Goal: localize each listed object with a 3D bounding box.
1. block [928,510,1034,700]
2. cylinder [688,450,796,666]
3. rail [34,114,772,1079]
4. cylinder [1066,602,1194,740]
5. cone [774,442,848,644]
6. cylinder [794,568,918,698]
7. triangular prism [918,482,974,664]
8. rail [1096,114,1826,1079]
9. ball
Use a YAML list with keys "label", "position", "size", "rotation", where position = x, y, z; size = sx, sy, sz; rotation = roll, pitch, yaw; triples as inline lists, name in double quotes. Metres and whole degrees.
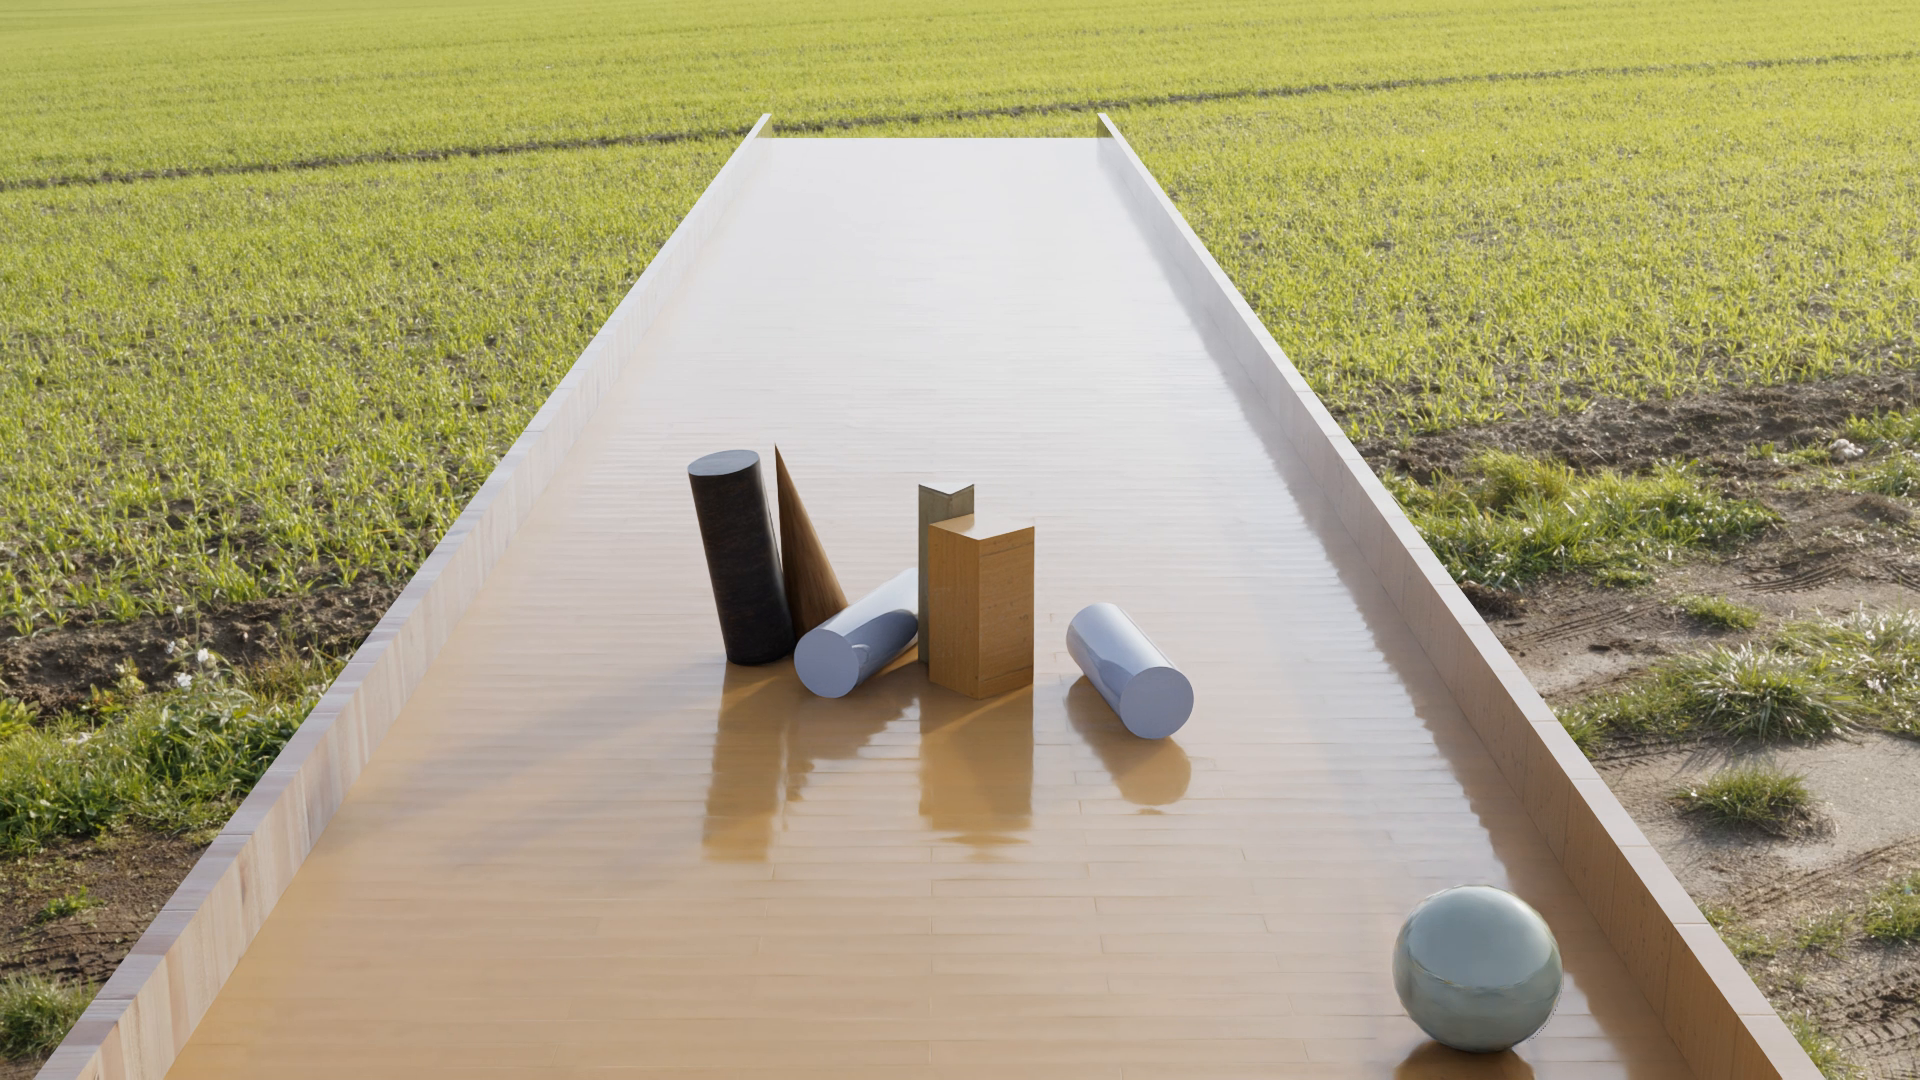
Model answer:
- label: "block"
  position: [0.042, 0.124, 4.249]
  size: [0.144, 0.319, 0.144]
  rotation: [-14, 22, -40]
- label: "cylinder"
  position: [-0.431, 0.035, 4.363]
  size: [0.143, 0.406, 0.143]
  rotation: [-8, 22, 3]
- label: "rail"
  position: [-1.118, -0.838, 7.780]
  size: [0.050, 0.150, 12.000]
  rotation: [0, 17, -1]
- label: "cylinder"
  position: [0.317, 0.243, 4.163]
  size: [0.141, 0.141, 0.376]
  rotation: [-4, 17, -12]
- label: "cone"
  position: [-0.327, -0.002, 4.456]
  size: [0.151, 0.422, 0.151]
  rotation: [-11, 18, 4]
- label: "cylinder"
  position: [-0.169, 0.180, 4.381]
  size: [0.139, 0.139, 0.430]
  rotation: [7, 18, 22]
- label: "triangular prism"
  position: [-0.013, 0.068, 4.359]
  size: [0.094, 0.360, 0.109]
  rotation: [-9, 17, -34]
- label: "rail"
  position: [0.932, -0.844, 7.801]
  size: [0.050, 0.150, 12.000]
  rotation: [0, 17, -1]
- label: "ball"
  position: [0.687, 0.569, 2.925]
  size: [0.221, 0.221, 0.221]
  rotation: [0, 17, 0]
